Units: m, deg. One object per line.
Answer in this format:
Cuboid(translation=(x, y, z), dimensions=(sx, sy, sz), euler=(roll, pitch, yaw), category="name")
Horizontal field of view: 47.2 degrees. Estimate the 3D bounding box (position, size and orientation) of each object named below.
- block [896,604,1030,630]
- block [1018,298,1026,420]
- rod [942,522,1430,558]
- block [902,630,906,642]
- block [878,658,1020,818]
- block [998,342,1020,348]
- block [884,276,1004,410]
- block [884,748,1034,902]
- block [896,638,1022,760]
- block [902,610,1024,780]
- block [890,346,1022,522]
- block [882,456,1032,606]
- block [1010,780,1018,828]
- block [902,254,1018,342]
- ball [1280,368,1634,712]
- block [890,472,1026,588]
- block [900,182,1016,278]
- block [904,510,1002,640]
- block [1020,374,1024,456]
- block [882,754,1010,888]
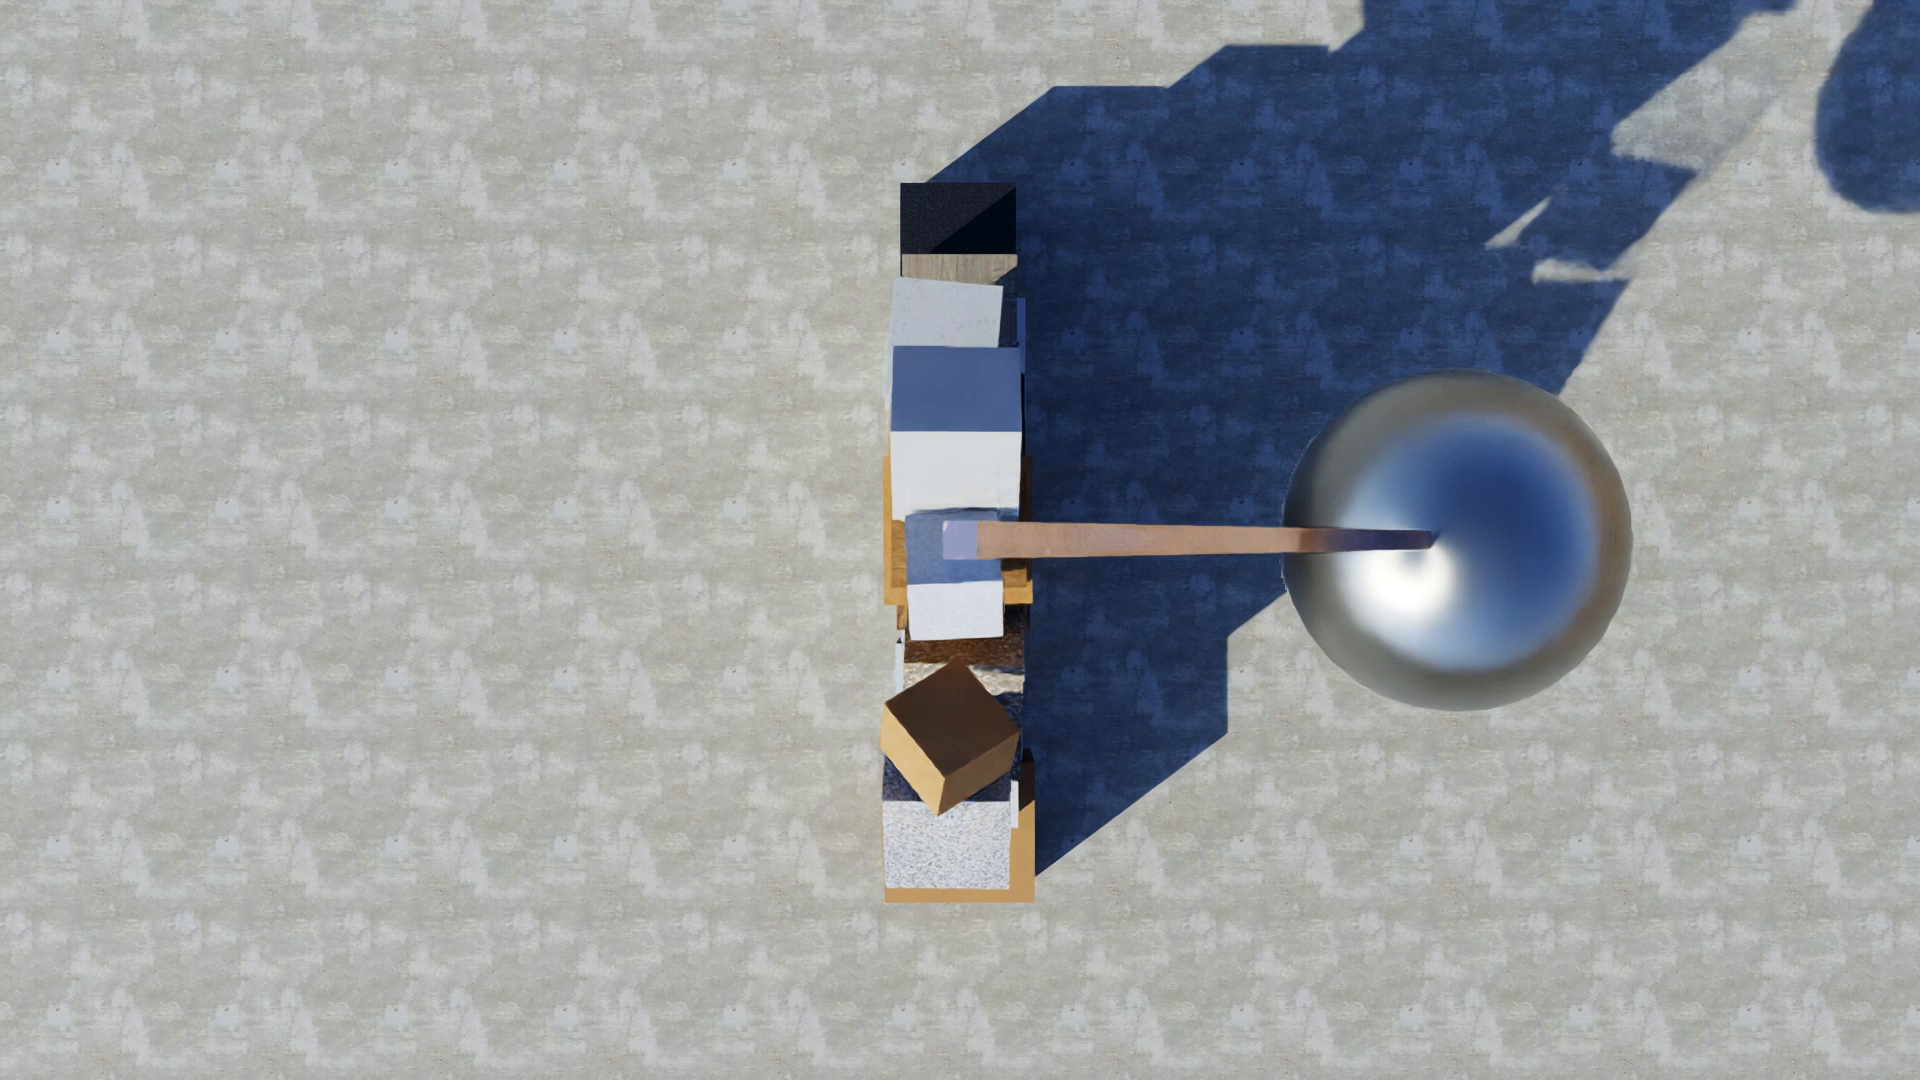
Cuboid(translation=(0.017, 0.134, 11.886), dimensions=(0.698, 0.757, 0.679), euler=(0, 90, 0), category="block")
Cuboid(translation=(0.003, -1.023, 12.689), dimensions=(0.732, 0.621, 0.681), euler=(0, 90, 0), category="block")
Cuboid(translation=(0.994, 0.000, 7.078), dimensions=(0.080, 5.200, 0.080), euler=(0, 90, 22), category="rod")
Cuboid(translation=(0.001, 0.247, 12.633), dimensions=(0.658, 0.734, 0.640), euler=(0, 90, 0), category="block")
Cuboid(translation=(-0.057, 0.936, 10.434), dimensions=(0.446, 0.401, 0.477), euler=(-30, 64, -24), category="block")
Cuboid(translation=(-0.002, -0.717, 11.465), dimensions=(0.602, 0.564, 0.593), euler=(1, 90, 0), category="block")
Cuboid(translation=(-0.081, -0.948, 10.939), dimensions=(0.534, 0.470, 0.579), euler=(5, 83, 0), category="block")
Cuboid(translation=(-0.001, 1.625, 12.610), dimensions=(0.833, 0.780, 0.780), euler=(0, 90, 0), category="block")
Cuboid(translation=(-0.007, 0.901, 12.634), dimensions=(0.705, 0.732, 0.647), euler=(0, 90, 0), category="block")
Cuboid(translation=(0.014, 0.792, 11.298), dimensions=(0.602, 0.563, 0.671), euler=(2, 117, 0), category="block")
Cuboid(translation=(-0.018, -0.477, 9.891), dimensions=(0.568, 0.560, 0.548), euler=(0, 47, 0), category="block")
Cuboid(translation=(-0.011, -0.046, 11.079), dimensions=(0.722, 0.858, 0.721), euler=(0, 90, 0), category="block")
Cuboid(translation=(0.019, 1.275, 11.928), dimensions=(0.578, 0.583, 0.497), euler=(0, 90, 0), category="block")
Cuboid(translation=(-0.001, -1.206, 12.063), dimensions=(0.614, 0.632, 0.640), euler=(0, 90, 0), category="block")
Cuboid(translation=(2.295, 0.000, 10.220), dimensions=(1.600, 1.600, 1.600), euler=(0, 90, 0), category="ball")
Cuboid(translation=(-0.006, -0.045, 10.387), dimensions=(0.623, 0.526, 0.537), euler=(0, 90, 0), category="block")
Cuboid(translation=(-0.011, -1.694, 12.700), dimensions=(0.652, 0.599, 0.642), euler=(0, 90, 0), category="block")
Cuboid(translation=(-0.028, 0.159, 9.841), dimensions=(0.414, 0.385, 0.411), euler=(-3, 49, -1), category="block")
Cuboid(translation=(0.009, -0.553, 12.033), dimensions=(0.671, 0.575, 0.662), euler=(0, 90, 0), category="block")
Cuboid(translation=(-0.060, 1.315, 10.921), dimensions=(0.615, 0.550, 0.611), euler=(0, 129, 1), category="block")
